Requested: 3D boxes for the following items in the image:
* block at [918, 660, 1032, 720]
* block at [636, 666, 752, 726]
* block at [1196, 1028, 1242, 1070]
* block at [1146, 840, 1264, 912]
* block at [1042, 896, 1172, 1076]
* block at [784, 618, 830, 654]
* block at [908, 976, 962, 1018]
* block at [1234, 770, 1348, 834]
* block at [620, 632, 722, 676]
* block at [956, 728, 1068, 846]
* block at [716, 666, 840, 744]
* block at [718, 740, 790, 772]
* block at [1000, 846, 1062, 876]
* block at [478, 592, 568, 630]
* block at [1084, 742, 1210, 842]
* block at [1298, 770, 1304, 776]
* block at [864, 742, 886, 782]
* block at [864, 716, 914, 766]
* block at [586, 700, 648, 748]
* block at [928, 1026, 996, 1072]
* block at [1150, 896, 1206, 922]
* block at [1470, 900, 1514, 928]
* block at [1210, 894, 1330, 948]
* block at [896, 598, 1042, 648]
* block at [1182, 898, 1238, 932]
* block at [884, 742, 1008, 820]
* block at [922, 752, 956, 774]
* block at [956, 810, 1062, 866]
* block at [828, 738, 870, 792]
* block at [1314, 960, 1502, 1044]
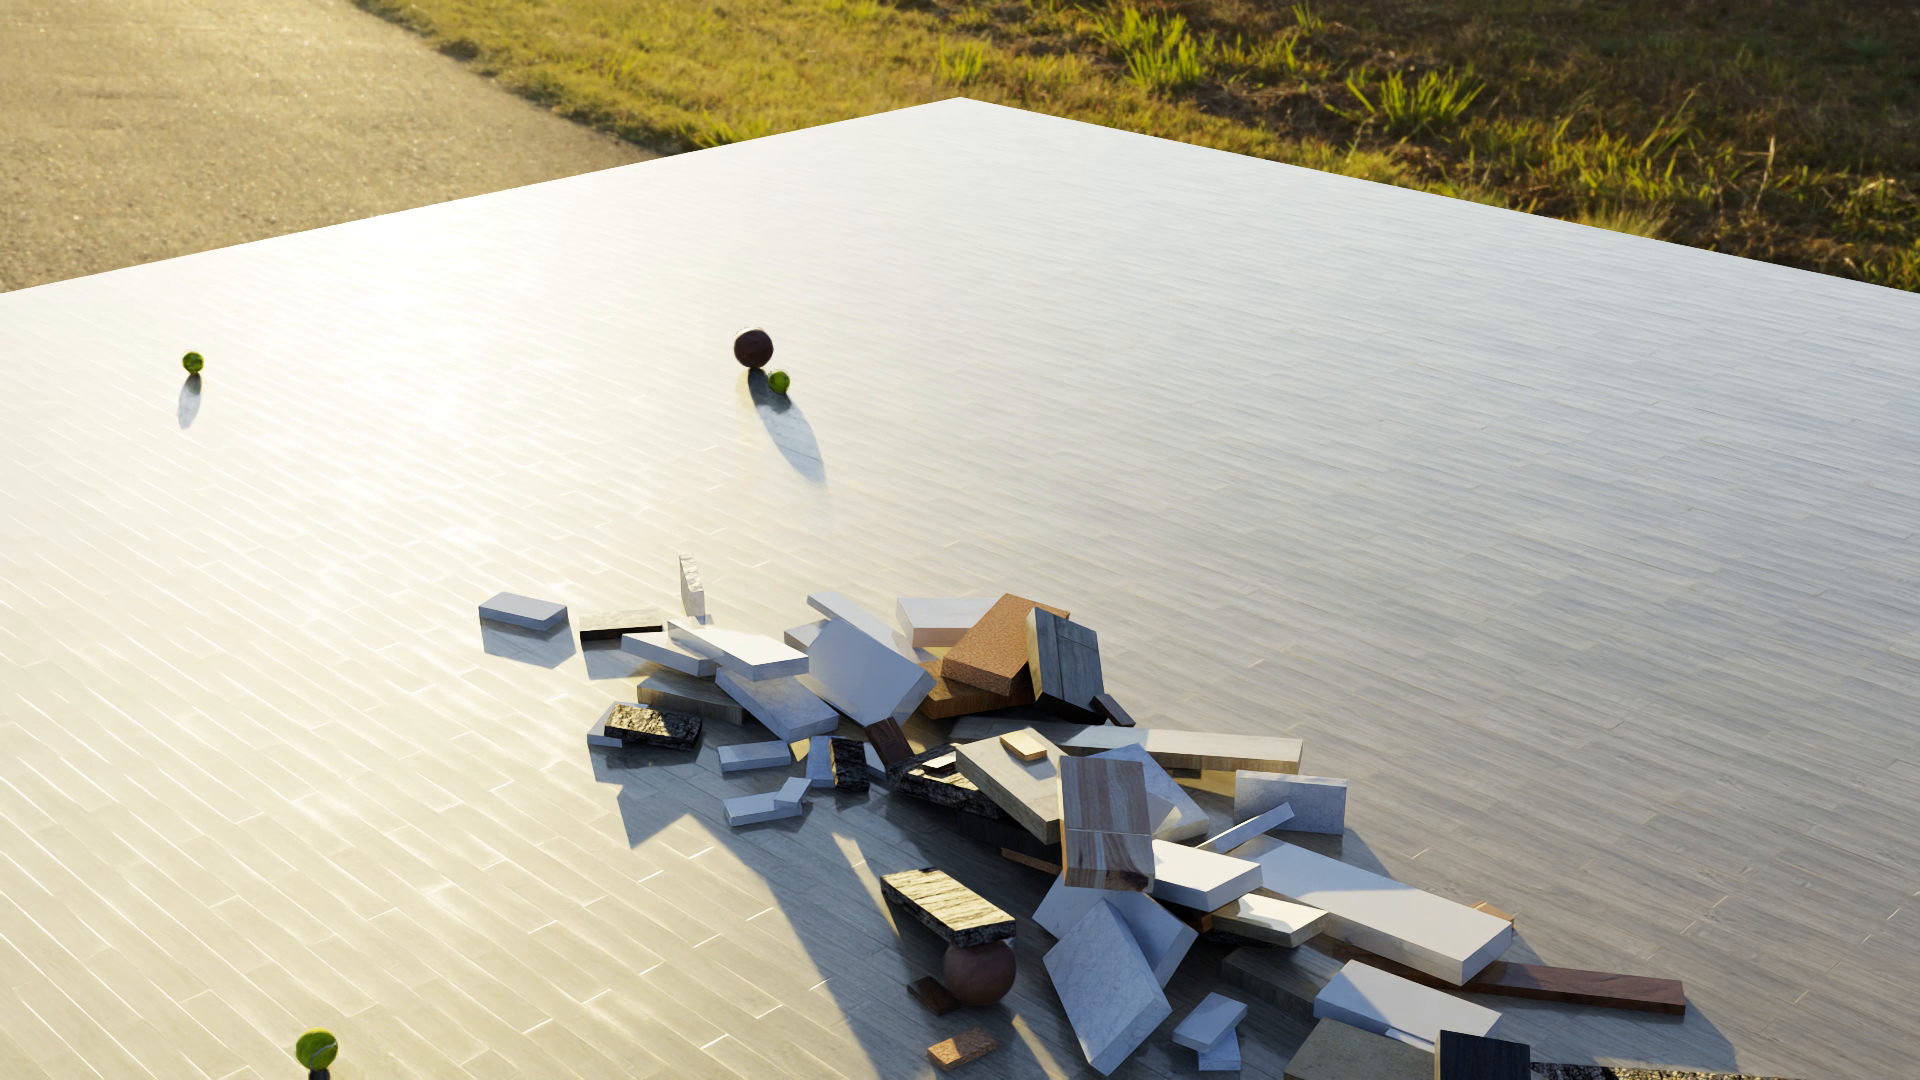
[{"bbox_3d":[0.038,0.318,4.885,0.323,0.046,0.162,-6,28,-32],"label":"block"},{"bbox_3d":[-0.569,0.341,4.908,0.270,0.038,0.135,11,25,23],"label":"block"},{"bbox_3d":[0.434,0.849,3.733,0.070,0.020,0.140,0,23,0],"label":"block"},{"bbox_3d":[0.406,0.612,4.021,0.138,0.039,0.275,-19,14,-35],"label":"block"},{"bbox_3d":[0.249,0.763,3.778,0.045,0.158,0.316,39,9,-24],"label":"block"},{"bbox_3d":[-0.300,0.252,5.125,0.116,0.033,0.232,-16,28,-32],"label":"block"},{"bbox_3d":[-0.046,0.800,3.857,0.049,0.014,0.097,-15,27,-31],"label":"block"},{"bbox_3d":[0.658,0.523,4.388,0.218,0.109,0.031,4,23,10],"label":"block"},{"bbox_3d":[-0.635,0.259,5.023,0.270,0.038,0.135,14,10,41],"label":"block"},{"bbox_3d":[0.151,0.470,4.230,0.174,0.049,0.348,-12,24,-27],"label":"block"},{"bbox_3d":[-0.402,0.347,4.821,0.135,0.038,0.270,-14,37,-40],"label":"block"},{"bbox_3d":[-0.436,0.457,4.658,0.146,0.021,0.073,-5,24,-12],"label":"block"},{"bbox_3d":[0.215,0.597,4.225,0.138,0.039,0.275,-16,15,-33],"label":"block"},{"bbox_3d":[-1.057,0.171,5.322,0.194,0.027,0.097,11,25,24],"label":"block"},{"bbox_3d":[0.372,0.514,4.443,0.134,0.038,0.267,-12,35,-26],"label":"block"},{"bbox_3d":[0.675,0.478,4.613,0.060,0.017,0.120,-4,23,-9],"label":"block"},{"bbox_3d":[-0.171,0.468,4.632,0.140,0.020,0.070,20,30,39],"label":"block"},{"bbox_3d":[-0.137,0.440,4.586,0.070,0.020,0.139,-17,68,-39],"label":"block"},{"bbox_3d":[-0.744,0.400,4.789,0.080,0.023,0.160,5,24,13],"label":"block"},{"bbox_3d":[0.004,0.859,3.716,0.107,0.015,0.054,-16,28,-33],"label":"block"},{"bbox_3d":[0.359,0.647,4.086,0.275,0.039,0.138,0,16,42],"label":"block"},{"bbox_3d":[0.941,0.715,4.049,0.152,0.022,0.076,-17,28,-35],"label":"block"},{"bbox_3d":[0.553,0.678,3.923,0.099,0.028,0.198,-20,14,-35],"label":"block"},{"bbox_3d":[0.038,0.194,5.191,0.348,0.049,0.174,1,22,-16],"label":"block"},{"bbox_3d":[0.407,0.678,4.064,0.099,0.028,0.198,-20,15,-39],"label":"block"},{"bbox_3d":[0.025,0.482,4.432,0.174,0.049,0.348,-17,15,-37],"label":"block"},{"bbox_3d":[-0.023,0.450,4.460,0.098,0.014,0.049,-17,15,-37],"label":"block"},{"bbox_3d":[0.170,0.551,4.253,0.174,0.049,0.348,-17,15,-35],"label":"block"},{"bbox_3d":[-0.230,0.467,4.574,0.070,0.020,0.139,9,33,-16],"label":"block"},{"bbox_3d":[0.755,0.803,3.717,0.278,0.039,0.139,16,28,32],"label":"block"}]
